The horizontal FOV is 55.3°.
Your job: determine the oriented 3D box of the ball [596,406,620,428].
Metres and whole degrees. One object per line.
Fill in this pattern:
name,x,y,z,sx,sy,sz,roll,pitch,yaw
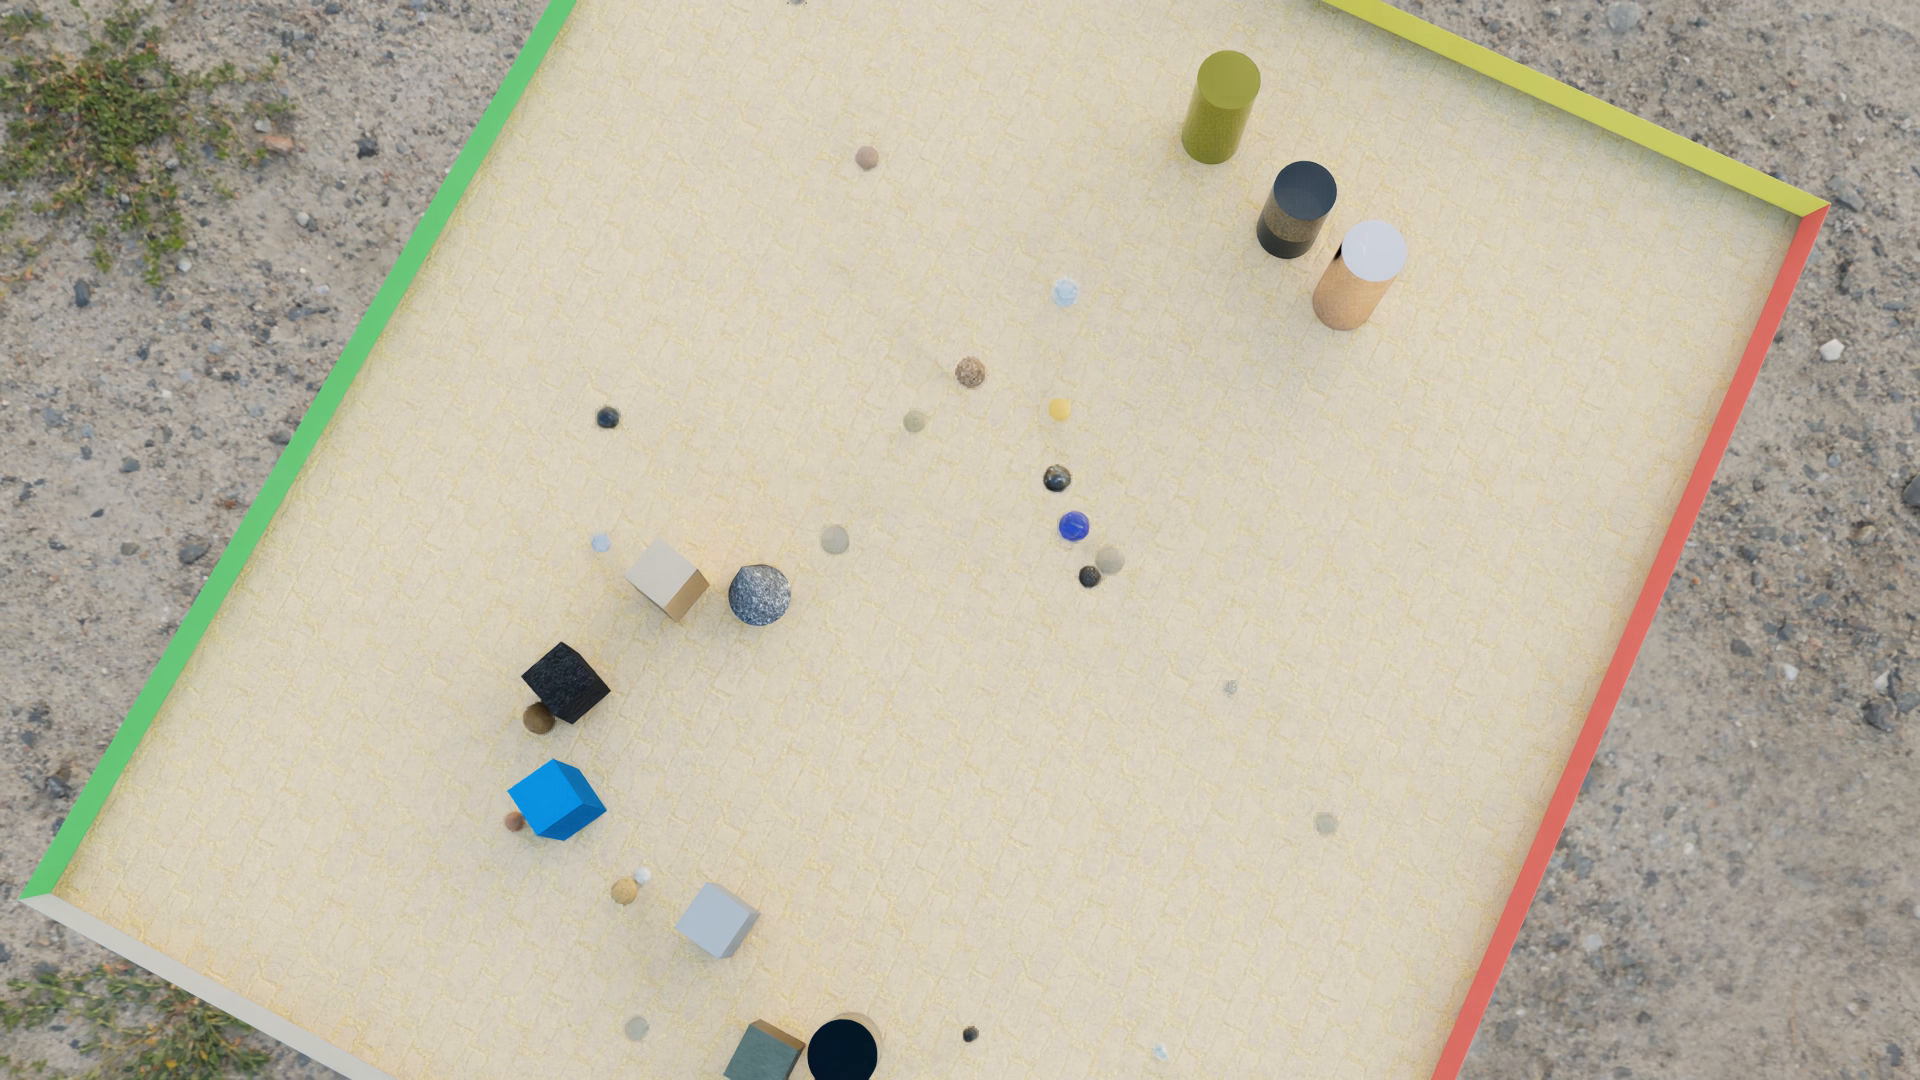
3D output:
ball,-1.087,-0.377,5.659,0.069,0.069,0.069,0,78,0

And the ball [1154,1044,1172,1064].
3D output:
ball,0.583,1.483,5.283,0.052,0.052,0.052,0,78,0

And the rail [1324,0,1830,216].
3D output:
rail,0.958,-1.870,5.939,3.902,0.124,0.045,26,80,5

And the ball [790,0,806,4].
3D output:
ball,-0.527,-1.779,5.945,0.078,0.078,0.078,0,78,0

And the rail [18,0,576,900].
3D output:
rail,-1.724,-0.837,5.725,0.045,0.124,4.332,26,80,5

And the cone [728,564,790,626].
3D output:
cone,-0.610,0.121,5.355,0.191,0.463,0.191,0,78,0

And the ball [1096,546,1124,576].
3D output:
ball,0.455,0.062,5.555,0.089,0.089,0.089,0,78,0

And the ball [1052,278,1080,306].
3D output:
ball,0.331,-0.777,5.731,0.090,0.090,0.090,0,78,0

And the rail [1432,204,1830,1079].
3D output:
rail,1.724,0.851,5.376,0.045,0.124,4.332,26,80,5

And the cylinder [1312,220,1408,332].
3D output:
cylinder,1.204,-0.795,5.548,0.191,0.456,0.191,0,78,0

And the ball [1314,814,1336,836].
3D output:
ball,1.078,0.840,5.410,0.064,0.064,0.064,0,78,0

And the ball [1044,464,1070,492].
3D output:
ball,0.297,-0.188,5.612,0.085,0.085,0.085,0,78,0

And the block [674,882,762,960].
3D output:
block,-0.690,1.089,5.245,0.153,0.286,0.153,34,80,7

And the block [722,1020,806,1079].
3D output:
block,-0.548,1.464,5.169,0.153,0.282,0.153,27,80,5

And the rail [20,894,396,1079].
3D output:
rail,-0.958,1.883,5.163,3.902,0.124,0.045,26,80,5

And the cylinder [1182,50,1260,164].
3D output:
cylinder,0.805,-1.336,5.684,0.191,0.409,0.191,0,78,0

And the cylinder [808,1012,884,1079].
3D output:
cylinder,-0.317,1.428,5.128,0.191,0.379,0.191,0,78,0

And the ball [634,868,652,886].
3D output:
ball,-0.933,0.988,5.385,0.053,0.053,0.053,0,78,0

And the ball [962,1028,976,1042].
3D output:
ball,0.028,1.431,5.299,0.041,0.041,0.041,0,78,0

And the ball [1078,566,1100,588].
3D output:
ball,0.392,0.111,5.559,0.068,0.068,0.068,0,78,0

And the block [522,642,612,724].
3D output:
block,-1.158,0.423,5.400,0.153,0.252,0.153,-41,81,-8

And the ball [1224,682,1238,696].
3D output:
ball,0.813,0.446,5.503,0.041,0.041,0.041,0,78,0

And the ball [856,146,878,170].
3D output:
ball,-0.295,-1.216,5.830,0.075,0.075,0.075,0,78,0

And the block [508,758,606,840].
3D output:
block,-1.156,0.752,5.278,0.153,0.359,0.153,-35,80,-7

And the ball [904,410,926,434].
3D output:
ball,-0.140,-0.365,5.655,0.072,0.072,0.072,0,78,0

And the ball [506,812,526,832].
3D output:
ball,-1.313,0.833,5.414,0.060,0.060,0.060,0,78,0

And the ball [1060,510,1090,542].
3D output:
ball,0.349,-0.042,5.577,0.095,0.095,0.095,0,78,0

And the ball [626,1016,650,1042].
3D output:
ball,-0.932,1.412,5.290,0.068,0.068,0.068,0,78,0

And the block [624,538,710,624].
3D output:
block,-0.869,0.121,5.453,0.153,0.271,0.153,38,81,7

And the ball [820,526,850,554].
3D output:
ball,-0.381,0.000,5.571,0.088,0.088,0.088,0,78,0

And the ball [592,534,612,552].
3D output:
ball,-1.092,0.010,5.584,0.059,0.059,0.059,0,78,0

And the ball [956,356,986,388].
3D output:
ball,0.033,-0.520,5.675,0.095,0.095,0.095,0,78,0

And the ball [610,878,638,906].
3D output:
ball,-0.983,1.030,5.364,0.078,0.078,0.078,0,78,0

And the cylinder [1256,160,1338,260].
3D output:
cylinder,1.036,-1.016,5.659,0.191,0.329,0.191,0,78,0

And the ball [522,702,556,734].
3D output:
ball,-1.254,0.531,5.459,0.094,0.094,0.094,0,78,0

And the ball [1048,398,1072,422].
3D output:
ball,0.308,-0.403,5.662,0.075,0.075,0.075,0,78,0
